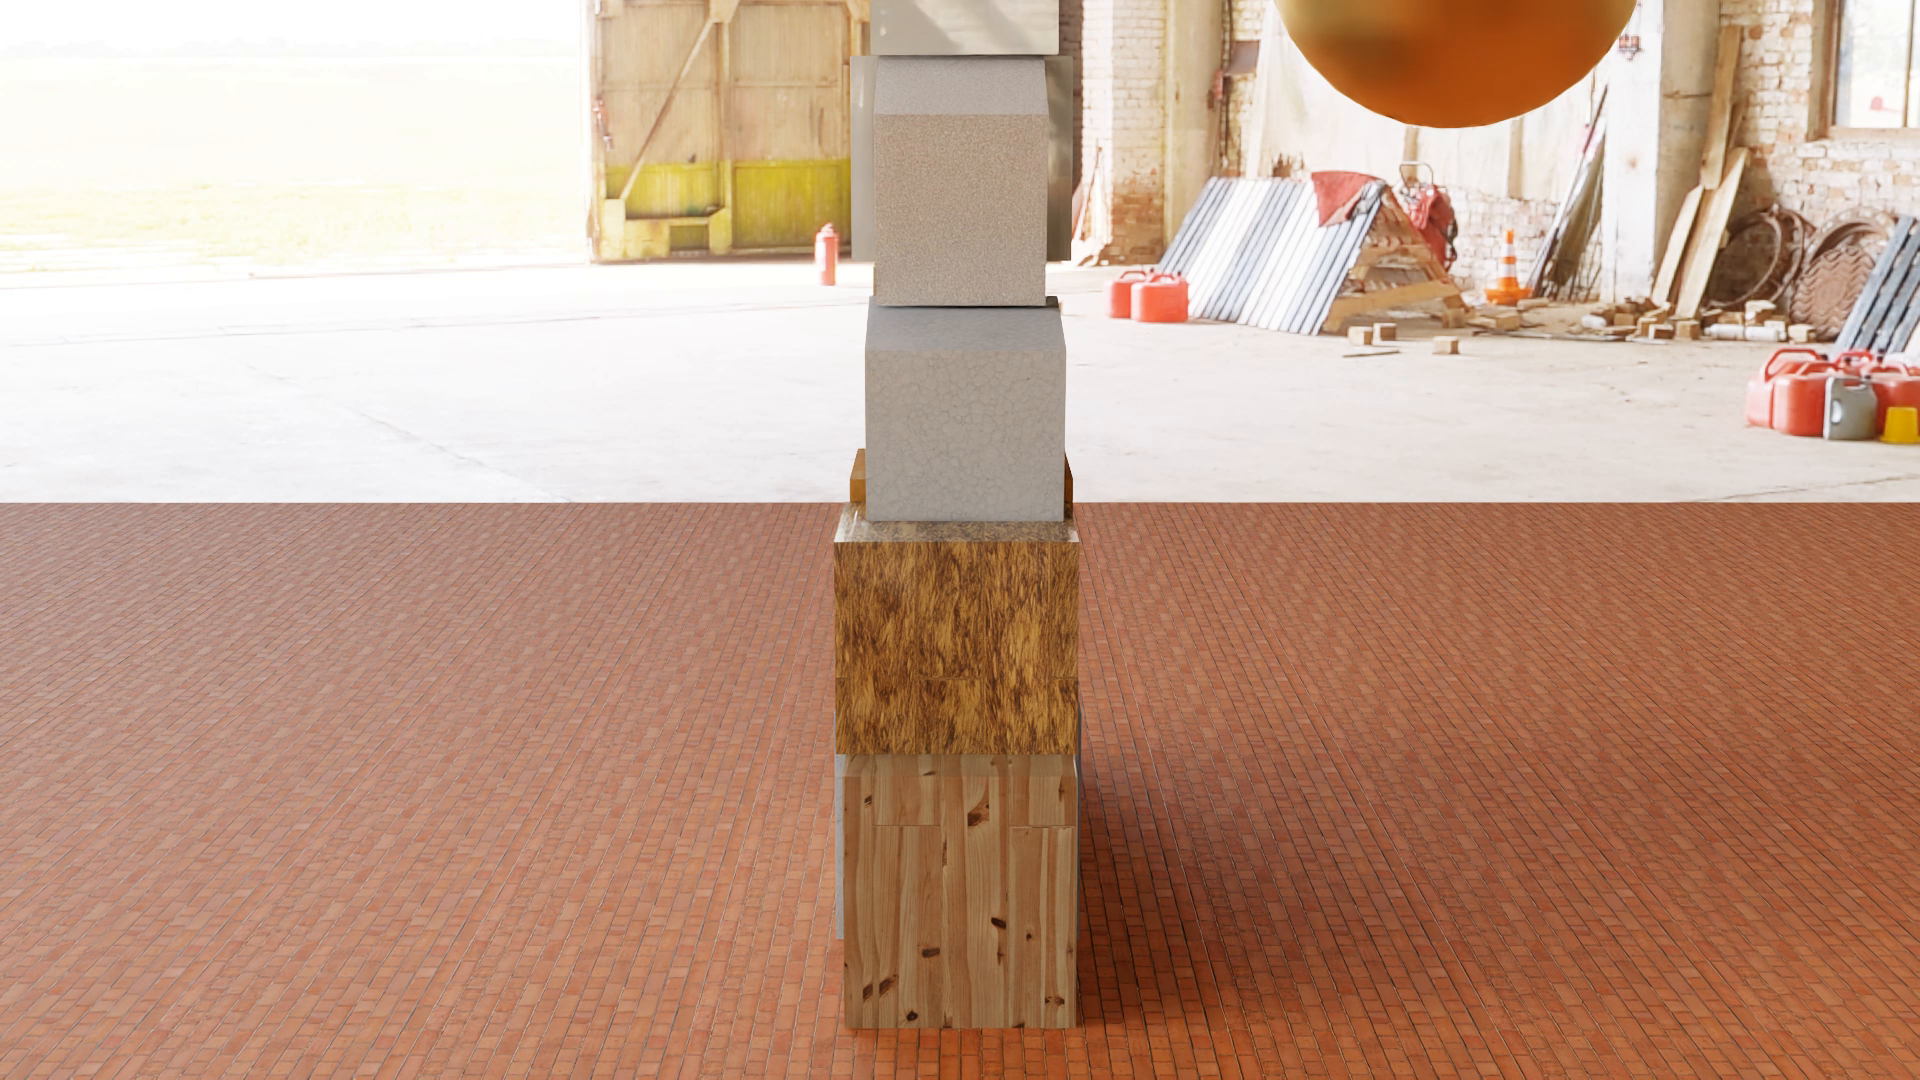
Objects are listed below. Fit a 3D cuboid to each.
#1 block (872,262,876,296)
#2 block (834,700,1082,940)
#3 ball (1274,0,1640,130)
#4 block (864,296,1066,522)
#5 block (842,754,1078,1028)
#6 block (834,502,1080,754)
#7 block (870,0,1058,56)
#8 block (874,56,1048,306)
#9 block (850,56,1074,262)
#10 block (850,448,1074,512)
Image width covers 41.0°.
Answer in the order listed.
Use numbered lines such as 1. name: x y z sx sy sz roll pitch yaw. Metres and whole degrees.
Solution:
1. block: -0.005 -0.780 11.030 0.709 0.839 0.721 0 10 0
2. block: -0.009 1.079 10.963 1.000 0.956 1.026 0 10 0
3. ball: 2.074 -2.526 10.721 1.600 1.600 1.600 0 10 0
4. block: 0.016 -0.535 10.225 0.768 0.692 0.783 0 21 -1
5. block: 0.000 1.254 9.960 0.862 0.969 0.990 0 10 0
6. block: -0.013 0.326 10.074 0.913 0.816 0.918 0 10 0
7. block: 0.017 -2.341 10.736 0.762 0.618 0.794 0 10 0
8. block: 0.004 -1.460 10.375 0.675 0.801 0.703 0 29 0
9. block: 0.007 -1.681 11.239 0.937 0.859 0.796 0 10 0
10. block: 0.006 0.126 10.962 0.911 0.919 0.880 0 10 0
